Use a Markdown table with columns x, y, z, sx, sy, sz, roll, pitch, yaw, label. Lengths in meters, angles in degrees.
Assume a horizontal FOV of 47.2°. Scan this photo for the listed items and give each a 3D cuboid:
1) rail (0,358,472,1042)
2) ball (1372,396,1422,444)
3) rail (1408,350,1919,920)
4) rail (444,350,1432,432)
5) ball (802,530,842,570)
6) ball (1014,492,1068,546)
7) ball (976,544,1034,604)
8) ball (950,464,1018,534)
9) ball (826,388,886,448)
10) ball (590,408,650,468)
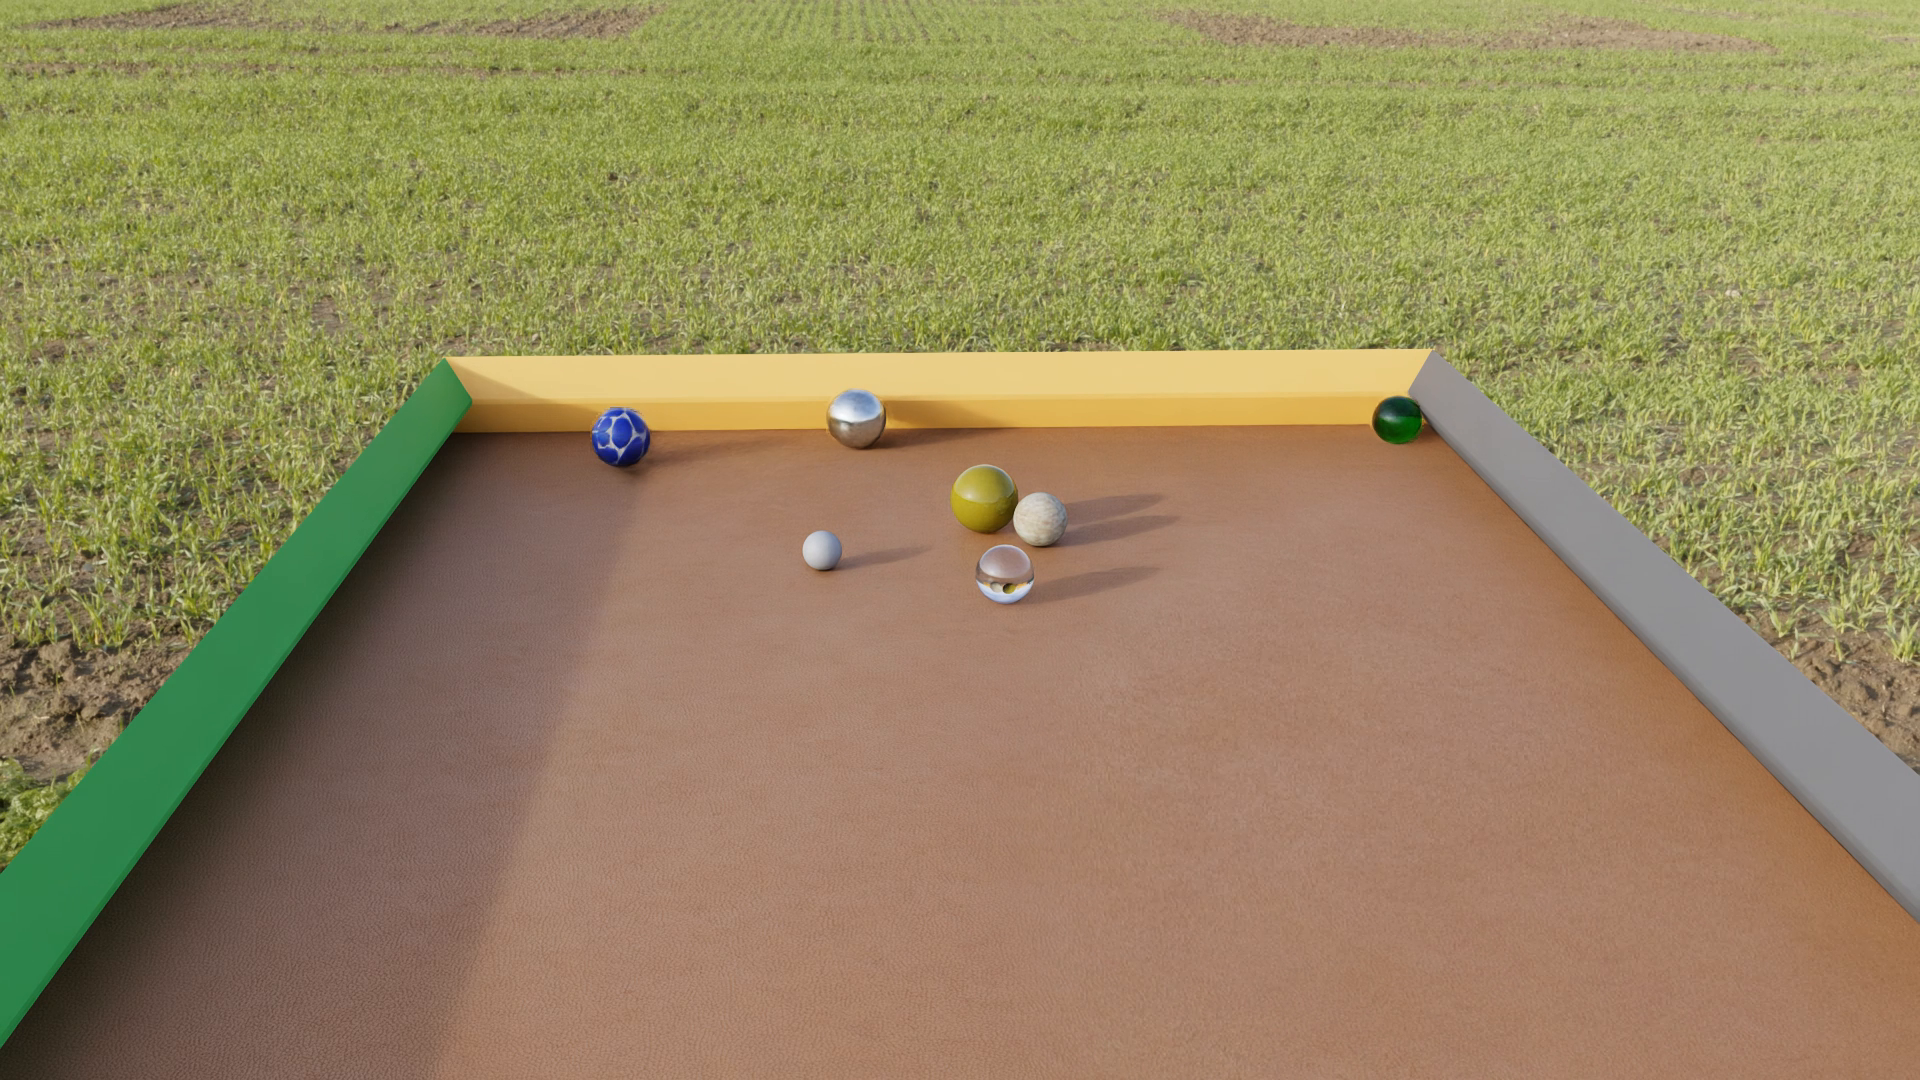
| x | y | z | sx | sy | sz | roll | pitch | yaw | label |
| --- | --- | --- | --- | --- | --- | --- | --- | --- | --- |
| -0.665 | 0.186 | 1.886 | 0.045 | 0.110 | 2.673 | -1 | 17 | -2 | rail |
| 0.617 | -0.170 | 3.106 | 0.069 | 0.069 | 0.069 | 0 | 17 | 0 | ball |
| 0.716 | 0.171 | 1.936 | 0.045 | 0.110 | 2.673 | -1 | 17 | -2 | rail |
| -0.024 | -0.210 | 3.164 | 1.429 | 0.110 | 0.045 | -1 | 17 | -2 | rail |
| -0.160 | 0.012 | 2.558 | 0.046 | 0.046 | 0.046 | 0 | 17 | 0 | ball |
| 0.097 | -0.025 | 2.645 | 0.065 | 0.065 | 0.065 | 0 | 17 | 0 | ball |
| 0.050 | 0.038 | 2.441 | 0.066 | 0.066 | 0.066 | 0 | 17 | 0 | ball |
| 0.030 | -0.051 | 2.695 | 0.085 | 0.085 | 0.085 | 0 | 17 | 0 | ball |
| -0.146 | -0.171 | 3.082 | 0.085 | 0.085 | 0.085 | 0 | 17 | 0 | ball |
| -0.461 | -0.139 | 2.988 | 0.080 | 0.080 | 0.080 | 0 | 17 | 0 | ball |
